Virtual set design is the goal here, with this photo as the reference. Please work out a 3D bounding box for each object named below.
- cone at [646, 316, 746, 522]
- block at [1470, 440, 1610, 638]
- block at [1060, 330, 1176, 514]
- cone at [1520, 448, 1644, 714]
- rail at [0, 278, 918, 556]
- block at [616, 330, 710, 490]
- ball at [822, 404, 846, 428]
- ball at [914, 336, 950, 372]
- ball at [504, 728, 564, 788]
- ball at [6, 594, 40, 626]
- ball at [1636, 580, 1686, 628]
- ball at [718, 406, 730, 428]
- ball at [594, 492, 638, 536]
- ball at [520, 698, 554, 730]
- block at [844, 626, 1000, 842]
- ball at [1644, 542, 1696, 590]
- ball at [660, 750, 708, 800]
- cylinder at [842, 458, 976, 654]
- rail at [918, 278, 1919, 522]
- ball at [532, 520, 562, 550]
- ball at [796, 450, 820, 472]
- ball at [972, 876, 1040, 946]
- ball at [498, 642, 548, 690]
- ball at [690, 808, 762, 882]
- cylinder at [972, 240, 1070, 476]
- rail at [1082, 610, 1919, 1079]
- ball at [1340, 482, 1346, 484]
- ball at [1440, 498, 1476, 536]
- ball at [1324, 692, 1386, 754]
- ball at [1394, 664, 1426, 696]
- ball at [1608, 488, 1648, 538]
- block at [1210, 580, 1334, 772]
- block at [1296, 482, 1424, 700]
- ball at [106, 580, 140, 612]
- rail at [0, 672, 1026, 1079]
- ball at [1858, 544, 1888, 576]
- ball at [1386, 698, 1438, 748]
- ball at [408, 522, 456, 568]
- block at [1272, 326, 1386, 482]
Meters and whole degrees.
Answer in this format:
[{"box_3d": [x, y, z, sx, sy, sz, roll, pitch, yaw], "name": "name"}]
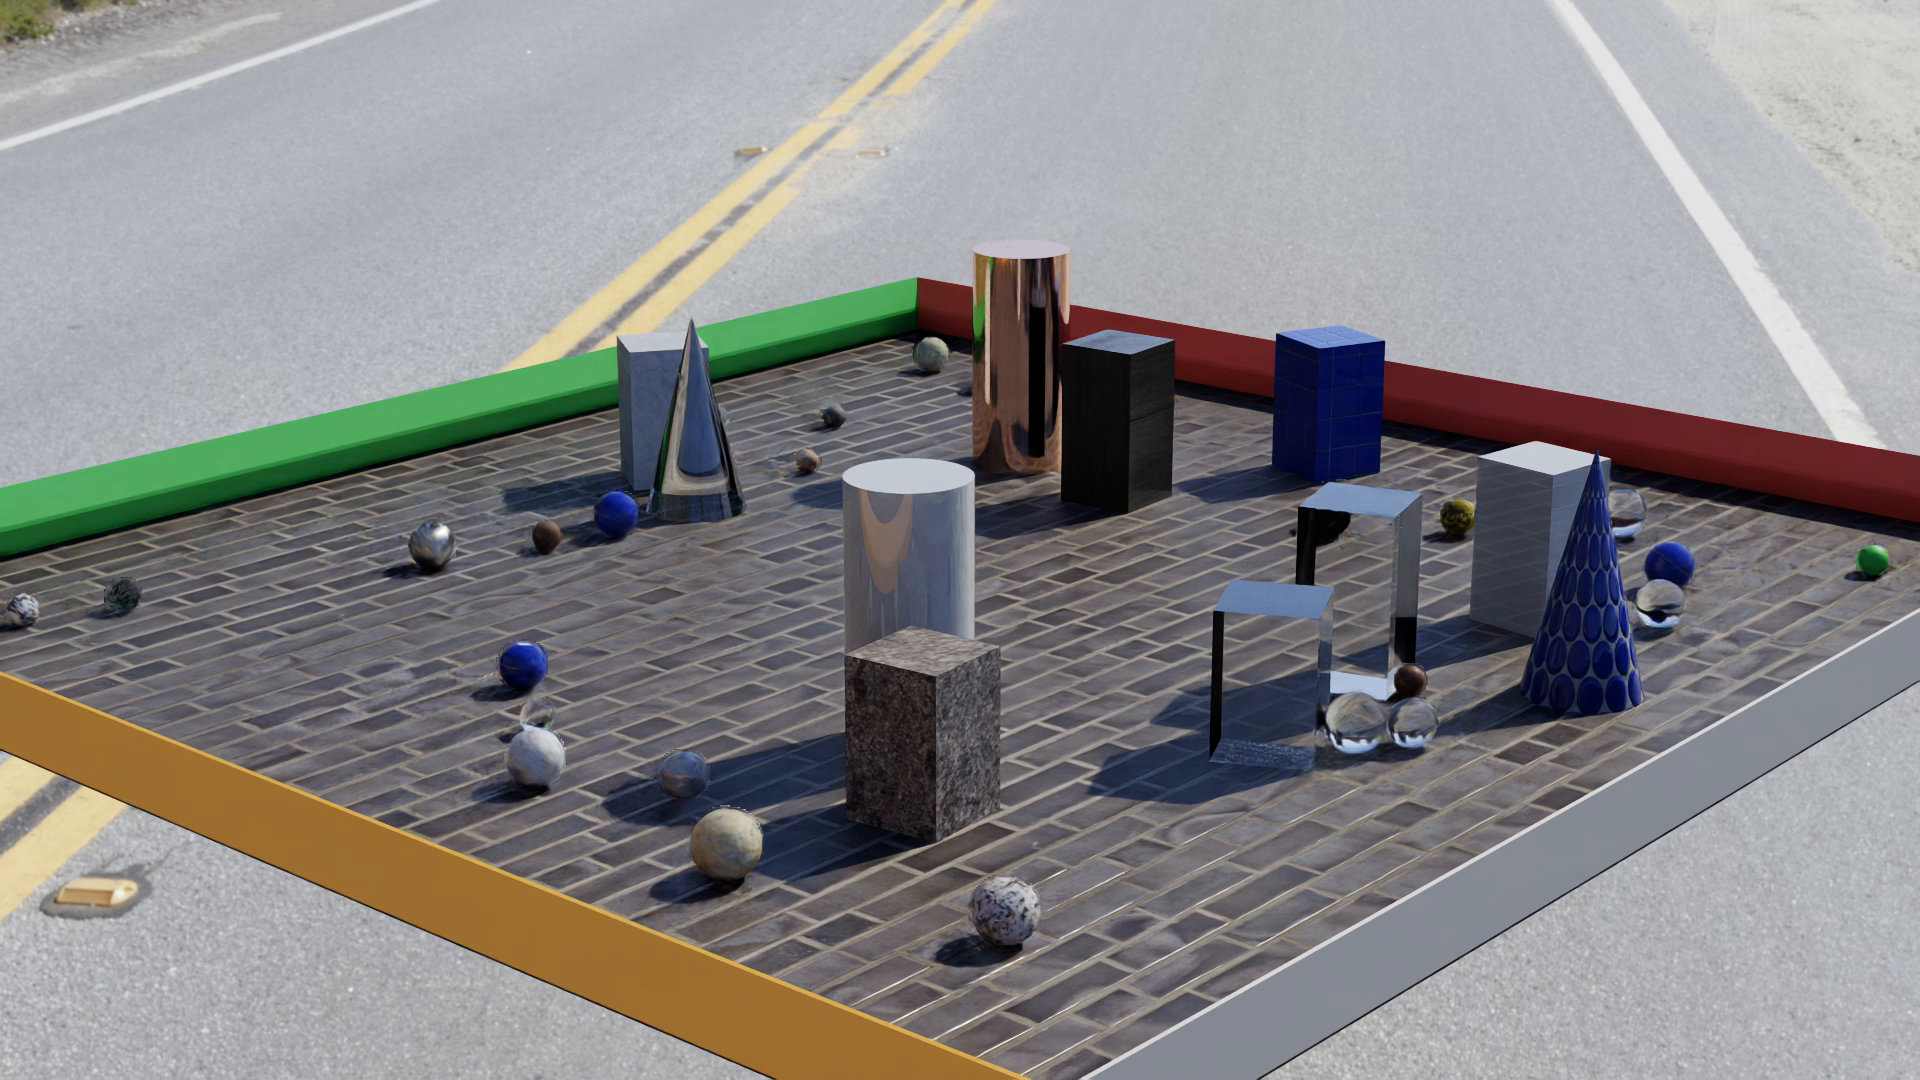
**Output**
[{"box_3d": [-0.508, -0.245, 5.597, 0.195, 0.382, 0.195, 0, 17, 0], "name": "cone"}, {"box_3d": [0.980, -0.001, 4.956, 0.156, 0.286, 0.156, -14, 22, -40], "name": "block"}, {"box_3d": [0.305, -0.231, 5.675, 0.156, 0.312, 0.156, 12, 21, 34], "name": "block"}, {"box_3d": [0.984, 0.049, 4.587, 0.195, 0.404, 0.195, 0, 17, 0], "name": "cone"}, {"box_3d": [-1.087, -0.241, 6.024, 0.045, 0.127, 3.052, 14, 22, 39], "name": "rail"}, {"box_3d": [-0.587, -0.259, 5.824, 0.156, 0.278, 0.156, -5, 17, -15], "name": "block"}, {"box_3d": [-0.267, -0.263, 6.235, 0.049, 0.049, 0.049, 0, 17, 0], "name": "ball"}, {"box_3d": [-0.065, -0.426, 6.724, 0.079, 0.079, 0.079, 0, 17, 0], "name": "ball"}, {"box_3d": [-0.617, 0.316, 4.253, 0.086, 0.086, 0.086, 0, 17, 0], "name": "ball"}, {"box_3d": [-1.586, 0.119, 4.962, 0.054, 0.054, 0.054, 0, 17, 0], "name": "ball"}, {"box_3d": [1.182, 0.108, 4.946, 0.084, 0.084, 0.084, 0, 17, 0], "name": "ball"}, {"box_3d": [-0.514, -0.258, 6.215, 0.052, 0.052, 0.052, 0, 17, 0], "name": "ball"}, {"box_3d": [-0.641, -0.048, 5.461, 0.084, 0.084, 0.084, 0, 17, 0], "name": "ball"}, {"box_3d": [-0.644, 0.269, 4.464, 0.054, 0.054, 0.054, 0, 17, 0], "name": "ball"}, {"box_3d": [-0.052, 0.271, 4.126, 0.156, 0.245, 0.156, 11, 20, 33], "name": "block"}, {"box_3d": [1.245, 0.047, 5.141, 0.088, 0.088, 0.088, 0, 17, 0], "name": "ball"}, {"box_3d": [-0.396, 0.337, 4.210, 0.069, 0.069, 0.069, 0, 17, 0], "name": "ball"}, {"box_3d": [-0.075, 0.106, 4.372, 0.195, 0.419, 0.195, 0, 17, 0], "name": "cylinder"}, {"box_3d": [0.985, -0.296, 6.206, 2.927, 0.127, 0.045, 14, 22, 39], "name": "rail"}, {"box_3d": [-0.758, -0.009, 5.381, 0.055, 0.055, 0.055, 0, 17, 0], "name": "ball"}, {"box_3d": [-0.306, -0.158, 5.892, 0.047, 0.047, 0.047, 0, 17, 0], "name": "ball"}, {"box_3d": [0.058, 0.472, 3.730, 0.088, 0.088, 0.088, 0, 17, 0], "name": "ball"}, {"box_3d": [-0.694, 0.199, 4.656, 0.076, 0.076, 0.076, 0, 17, 0], "name": "ball"}, {"box_3d": [-0.313, 0.408, 3.927, 0.098, 0.098, 0.098, 0, 17, 0], "name": "ball"}, {"box_3d": [0.122, -0.369, 5.909, 0.195, 0.441, 0.195, 0, 17, 0], "name": "cylinder"}, {"box_3d": [1.087, 0.304, 4.216, 0.045, 0.127, 3.052, 14, 22, 39], "name": "rail"}, {"box_3d": [0.709, -0.066, 5.512, 0.090, 0.090, 0.090, 0, 17, 0], "name": "ball"}, {"box_3d": [0.930, -0.043, 5.470, 0.070, 0.070, 0.070, 0, 17, 0], "name": "ball"}, {"box_3d": [0.590, 0.273, 4.380, 0.094, 0.094, 0.094, 0, 17, 0], "name": "ball"}, {"box_3d": [0.709, 0.222, 4.625, 0.050, 0.050, 0.050, 0, 17, 0], "name": "ball"}, {"box_3d": [1.232, -0.050, 5.458, 0.091, 0.091, 0.091, 0, 17, 0], "name": "ball"}, {"box_3d": [0.466, 0.200, 4.375, 0.156, 0.236, 0.156, 4, 17, 14], "name": "block"}, {"box_3d": [0.632, 0.079, 4.666, 0.156, 0.299, 0.156, 8, 18, 24], "name": "block"}, {"box_3d": [-1.437, 0.095, 5.035, 0.056, 0.056, 0.056, 0, 17, 0], "name": "ball"}, {"box_3d": [-0.985, 0.359, 4.034, 2.927, 0.127, 0.045, 14, 22, 39], "name": "rail"}, {"box_3d": [1.631, 0.035, 5.237, 0.054, 0.054, 0.054, 0, 17, 0], "name": "ball"}, {"box_3d": [0.678, 0.275, 4.403, 0.077, 0.077, 0.077, 0, 17, 0], "name": "ball"}, {"box_3d": [-0.949, 0.009, 5.273, 0.083, 0.083, 0.083, 0, 17, 0], "name": "ball"}, {"box_3d": [0.739, -0.275, 5.886, 0.156, 0.273, 0.156, -8, 19, -26], "name": "block"}]
